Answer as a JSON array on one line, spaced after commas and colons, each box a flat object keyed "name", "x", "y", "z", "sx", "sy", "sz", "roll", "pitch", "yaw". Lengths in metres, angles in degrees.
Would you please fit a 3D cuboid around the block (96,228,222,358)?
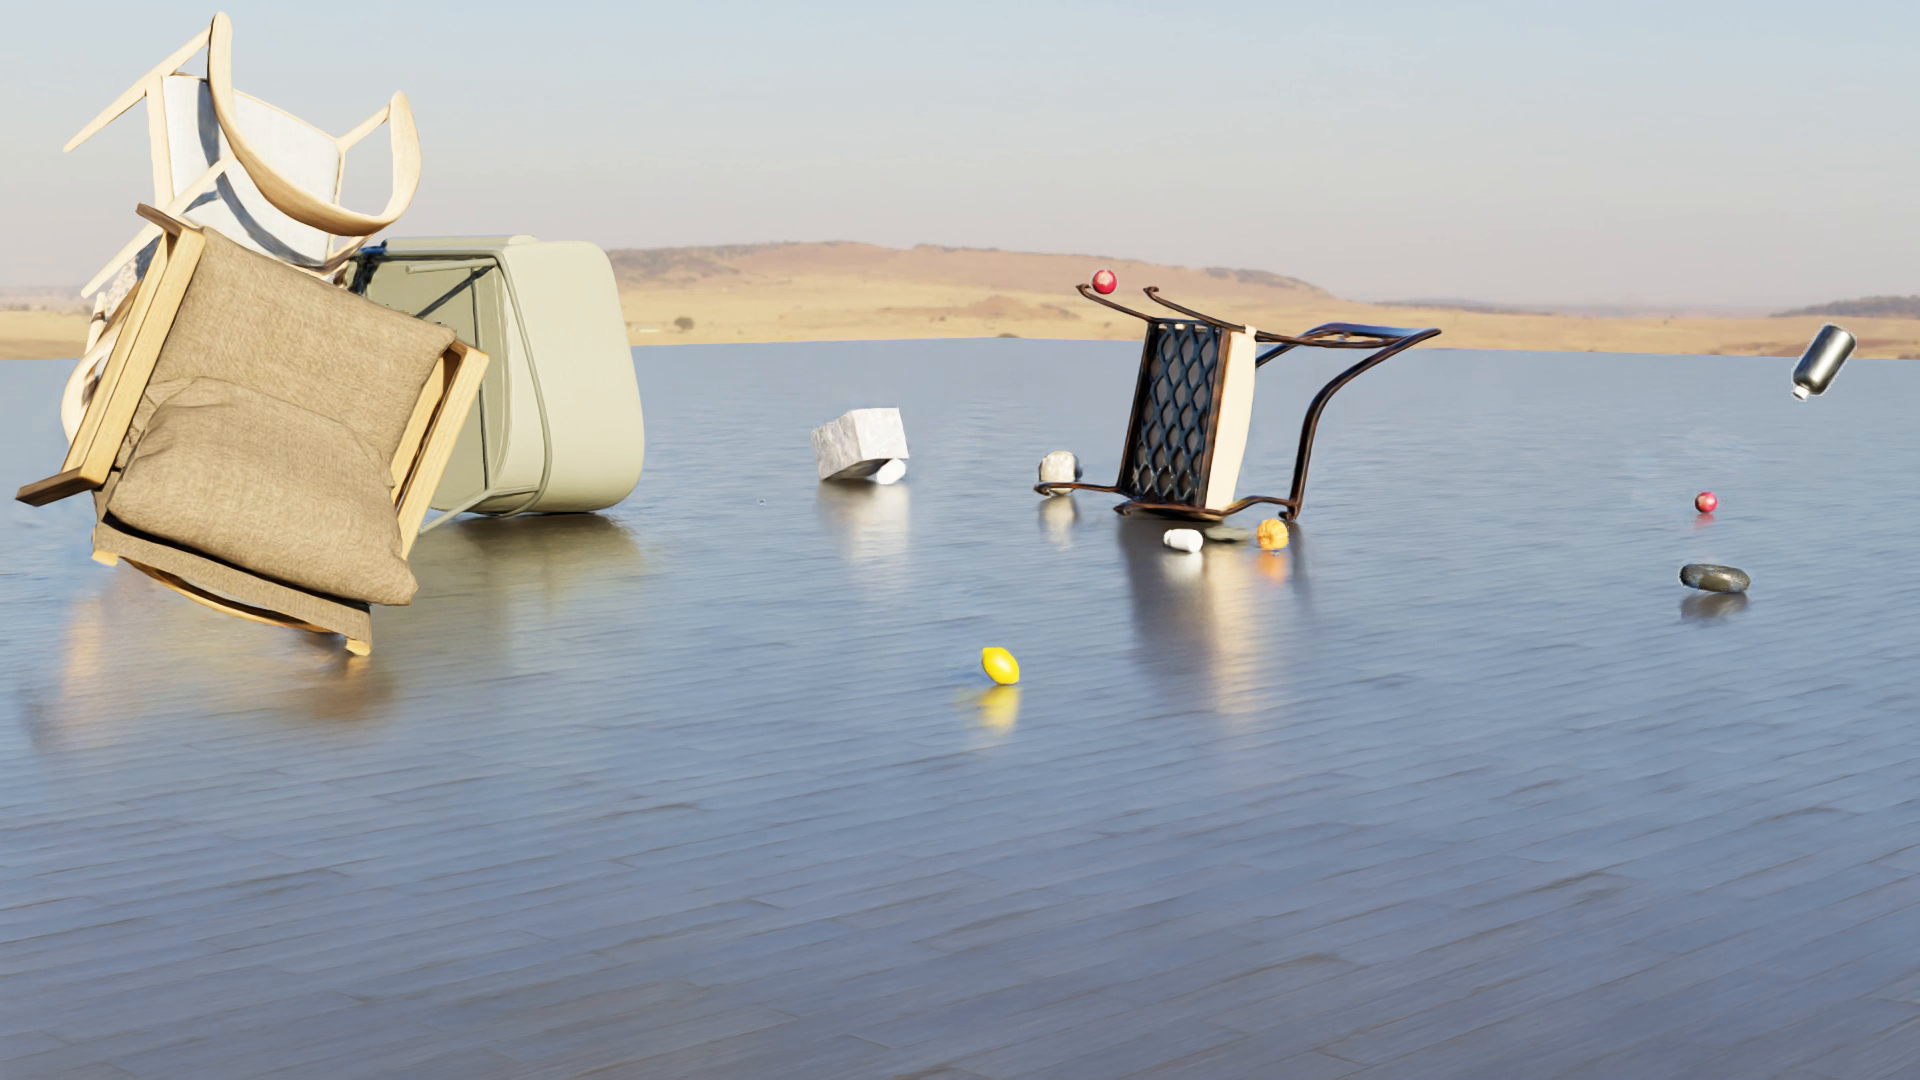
[{"name": "block", "x": -2.170, "y": -0.667, "z": 6.962, "sx": 0.219, "sy": 0.265, "sz": 0.173, "roll": 31, "pitch": -9, "yaw": -13}]

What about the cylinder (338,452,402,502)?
[{"name": "cylinder", "x": -1.701, "y": -0.181, "z": 7.394, "sx": 0.148, "sy": 0.128, "sz": 0.180, "roll": 4, "pitch": -15, "yaw": -22}]

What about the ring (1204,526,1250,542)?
[{"name": "ring", "x": 0.667, "y": -0.015, "z": 6.409, "sx": 0.122, "sy": 0.029, "sz": 0.089, "roll": 1, "pitch": 7, "yaw": -15}]

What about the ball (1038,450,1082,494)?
[{"name": "ball", "x": 0.302, "y": -0.203, "z": 7.731, "sx": 0.134, "sy": 0.134, "sz": 0.134, "roll": 0, "pitch": 6, "yaw": 0}]

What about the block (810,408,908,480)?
[{"name": "block", "x": -0.325, "y": -0.307, "z": 8.248, "sx": 0.183, "sy": 0.163, "sz": 0.247, "roll": -5, "pitch": -12, "yaw": -38}]

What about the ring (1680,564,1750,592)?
[{"name": "ring", "x": 1.577, "y": 0.080, "z": 5.359, "sx": 0.145, "sy": 0.046, "sz": 0.083, "roll": 7, "pitch": 13, "yaw": 7}]
